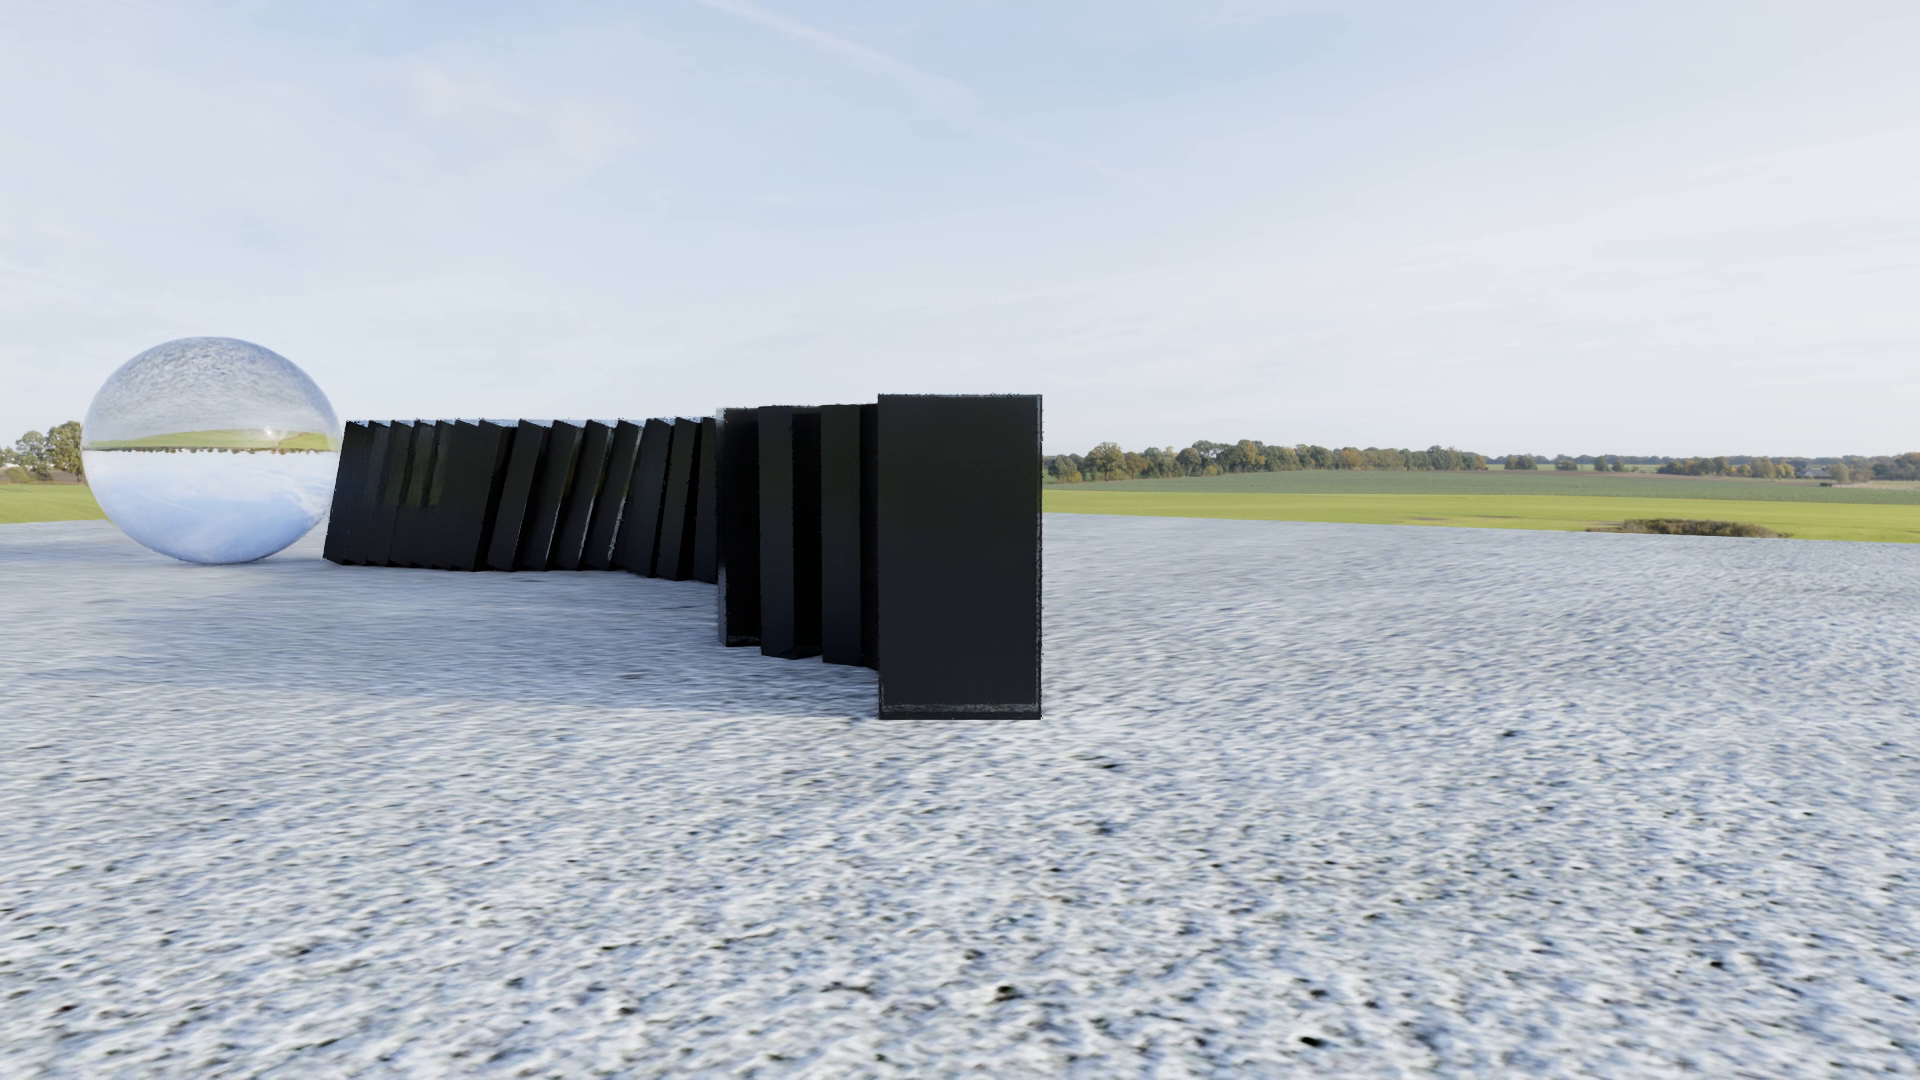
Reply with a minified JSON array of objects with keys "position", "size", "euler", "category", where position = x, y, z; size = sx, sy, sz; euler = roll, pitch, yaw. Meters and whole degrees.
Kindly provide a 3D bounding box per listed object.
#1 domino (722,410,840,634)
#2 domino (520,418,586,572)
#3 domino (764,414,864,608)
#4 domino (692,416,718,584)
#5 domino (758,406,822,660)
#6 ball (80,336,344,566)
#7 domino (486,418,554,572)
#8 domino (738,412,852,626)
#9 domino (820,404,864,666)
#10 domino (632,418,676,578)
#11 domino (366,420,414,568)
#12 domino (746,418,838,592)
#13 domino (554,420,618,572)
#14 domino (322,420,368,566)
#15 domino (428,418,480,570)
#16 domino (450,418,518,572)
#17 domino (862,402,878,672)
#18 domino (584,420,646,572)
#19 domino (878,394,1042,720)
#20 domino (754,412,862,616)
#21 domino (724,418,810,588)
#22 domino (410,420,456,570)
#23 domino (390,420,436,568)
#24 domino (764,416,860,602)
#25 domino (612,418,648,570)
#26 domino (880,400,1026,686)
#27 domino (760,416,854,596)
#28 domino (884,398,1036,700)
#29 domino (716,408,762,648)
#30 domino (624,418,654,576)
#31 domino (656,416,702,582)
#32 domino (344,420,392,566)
[{"position":[-0.040,-0.004,0.290],"size":[0.025,0.050,0.010],"euler":[0,4,1],"category":"domino"},{"position":[-0.133,-0.016,0.436],"size":[0.009,0.050,0.025],"euler":[18,8,13],"category":"domino"},{"position":[-0.038,-0.008,0.336],"size":[0.025,0.050,0.009],"euler":[-1,4,-7],"category":"domino"},{"position":[-0.069,-0.013,0.398],"size":[0.010,0.050,0.025],"euler":[10,9,33],"category":"domino"},{"position":[-0.029,-0.002,0.264],"size":[0.009,0.050,0.025],"euler":[3,5,38],"category":"domino"},{"position":[-0.260,-0.031,0.449],"size":[0.080,0.080,0.080],"euler":[0,4,0],"category":"ball"},{"position":[-0.144,-0.015,0.435],"size":[0.009,0.050,0.025],"euler":[18,8,13],"category":"domino"},{"position":[-0.039,-0.005,0.305],"size":[0.025,0.050,0.009],"euler":[0,4,6],"category":"domino"},{"position":[-0.016,-0.002,0.256],"size":[0.009,0.050,0.025],"euler":[3,5,33],"category":"domino"},{"position":[-0.089,-0.014,0.413],"size":[0.009,0.050,0.025],"euler":[23,18,38],"category":"domino"},{"position":[-0.191,-0.017,0.451],"size":[0.010,0.050,0.025],"euler":[18,10,18],"category":"domino"},{"position":[-0.049,-0.011,0.379],"size":[0.025,0.050,0.009],"euler":[-2,5,-29],"category":"domino"},{"position":[-0.122,-0.016,0.438],"size":[0.009,0.050,0.025],"euler":[18,8,13],"category":"domino"},{"position":[-0.210,-0.017,0.458],"size":[0.009,0.050,0.025],"euler":[18,10,18],"category":"domino"},{"position":[-0.164,-0.016,0.439],"size":[0.009,0.050,0.025],"euler":[18,10,18],"category":"domino"},{"position":[-0.155,-0.015,0.434],"size":[0.010,0.050,0.025],"euler":[18,10,18],"category":"domino"},{"position":[-0.005,-0.001,0.246],"size":[0.025,0.050,0.010],"euler":[-2,5,-28],"category":"domino"},{"position":[-0.112,-0.016,0.438],"size":[0.009,0.050,0.025],"euler":[18,8,13],"category":"domino"},{"position":[0.000,0.002,0.201],"size":[0.025,0.050,0.009],"euler":[0,4,0],"category":"domino"},{"position":[-0.038,-0.006,0.320],"size":[0.025,0.050,0.009],"euler":[0,4,4],"category":"domino"},{"position":[-0.059,-0.012,0.390],"size":[0.009,0.050,0.025],"euler":[6,7,40],"category":"domino"},{"position":[-0.173,-0.016,0.444],"size":[0.009,0.050,0.025],"euler":[18,10,18],"category":"domino"},{"position":[-0.182,-0.016,0.448],"size":[0.009,0.050,0.025],"euler":[18,10,18],"category":"domino"},{"position":[-0.040,-0.009,0.351],"size":[0.025,0.050,0.010],"euler":[-1,4,-10],"category":"domino"},{"position":[-0.102,-0.015,0.436],"size":[0.009,0.050,0.025],"euler":[18,9,14],"category":"domino"},{"position":[-0.001,0.000,0.231],"size":[0.025,0.050,0.009],"euler":[-1,4,-8],"category":"domino"},{"position":[-0.044,-0.010,0.365],"size":[0.025,0.050,0.010],"euler":[-1,4,-17],"category":"domino"},{"position":[0.000,0.001,0.216],"size":[0.025,0.050,0.009],"euler":[0,4,-2],"category":"domino"},{"position":[-0.039,-0.003,0.275],"size":[0.025,0.050,0.009],"euler":[-2,5,-21],"category":"domino"},{"position":[-0.094,-0.015,0.423],"size":[0.009,0.050,0.025],"euler":[22,16,33],"category":"domino"},{"position":[-0.080,-0.013,0.404],"size":[0.009,0.050,0.025],"euler":[18,14,35],"category":"domino"},{"position":[-0.201,-0.017,0.455],"size":[0.009,0.050,0.025],"euler":[18,10,18],"category":"domino"}]
